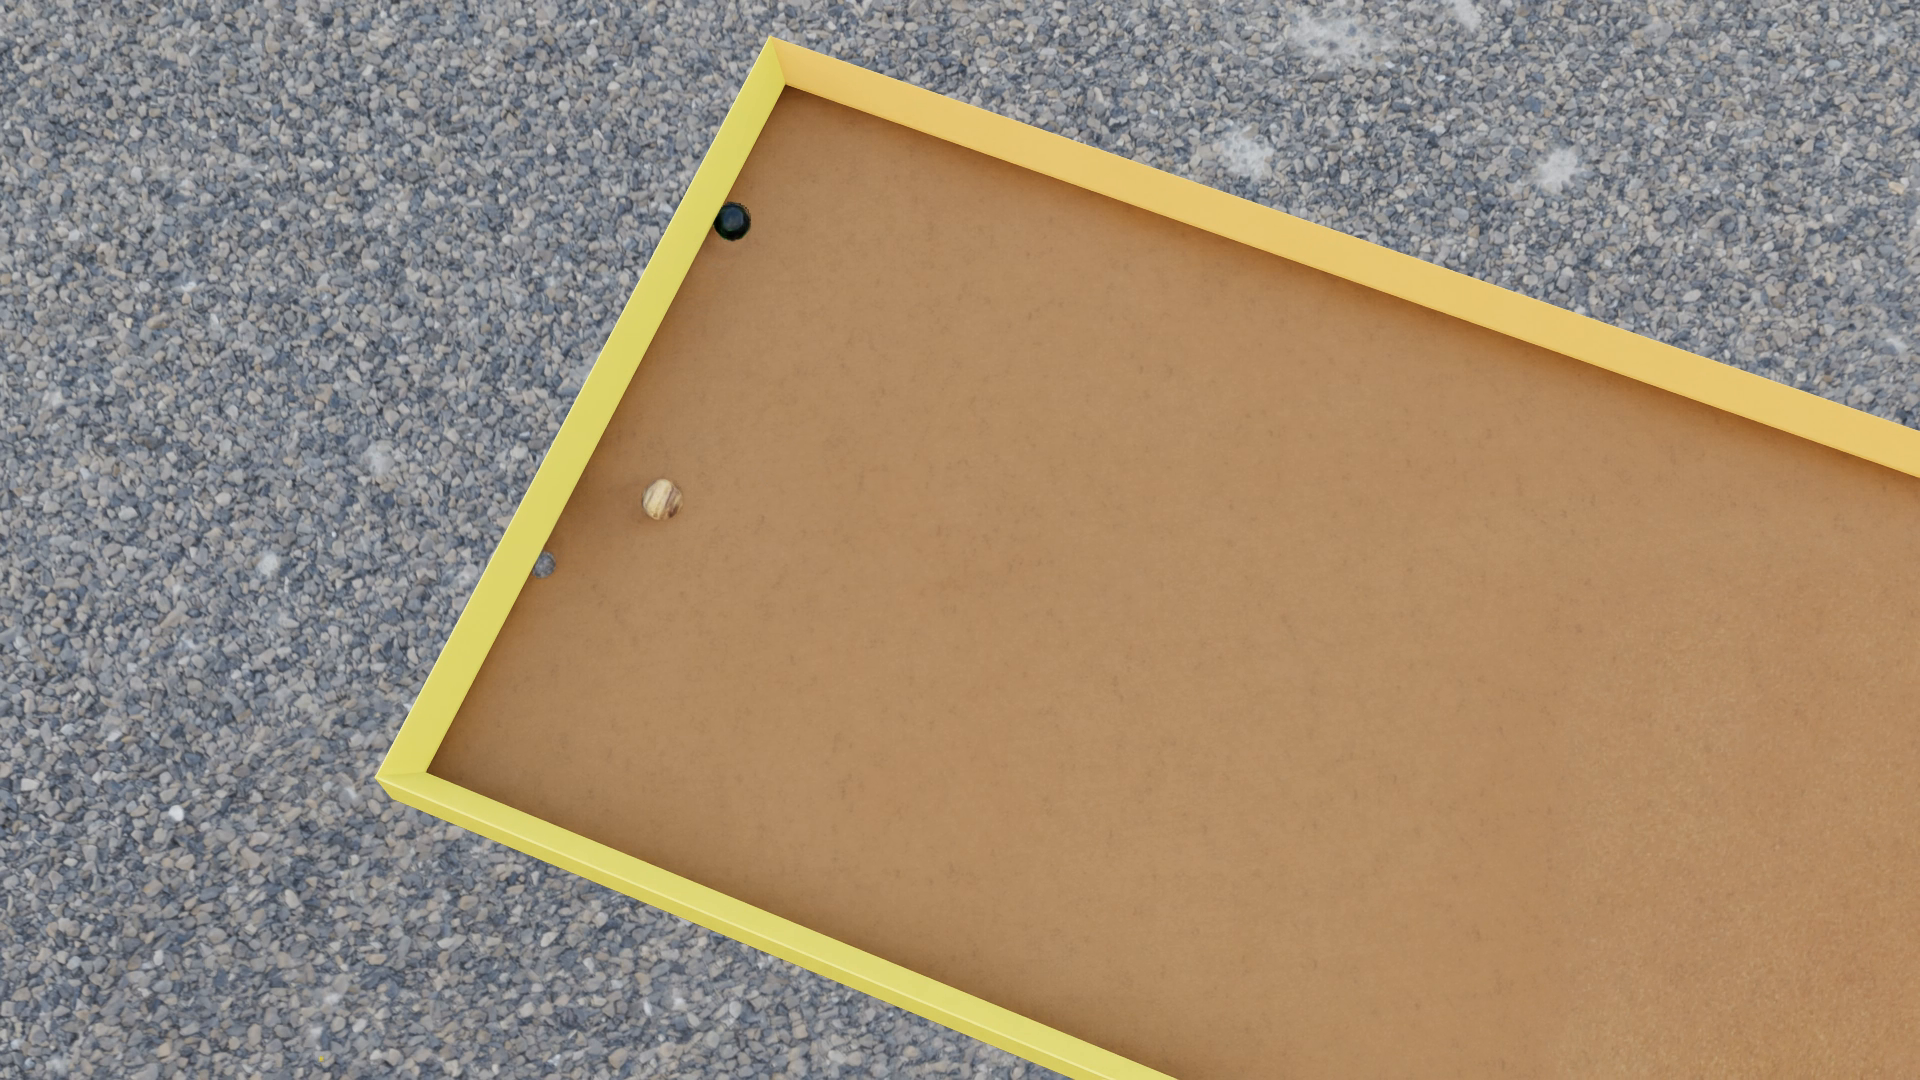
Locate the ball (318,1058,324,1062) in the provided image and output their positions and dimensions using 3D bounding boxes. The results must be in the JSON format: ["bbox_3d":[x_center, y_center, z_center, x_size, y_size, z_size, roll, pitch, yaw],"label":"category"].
[{"bbox_3d":[-11.037,8.979,38.004,0.086,0.086,0.086,0,67,0],"label":"ball"}]

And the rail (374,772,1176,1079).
[{"bbox_3d":[0.338,0.808,3.146,2.597,0.112,0.045,21,69,8],"label":"rail"}]

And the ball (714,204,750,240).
[{"bbox_3d":[-0.389,-0.541,3.748,0.062,0.062,0.062,0,67,0],"label":"ball"}]

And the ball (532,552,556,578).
[{"bbox_3d":[-0.667,0.039,3.513,0.041,0.041,0.041,0,67,0],"label":"ball"}]

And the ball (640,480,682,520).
[{"bbox_3d":[-0.481,-0.065,3.544,0.065,0.065,0.065,0,67,0],"label":"ball"}]

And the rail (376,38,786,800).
[{"bbox_3d":[-0.579,-0.229,3.587,0.045,0.112,1.439,21,69,8],"label":"rail"}]

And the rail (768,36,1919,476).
[{"bbox_3d":[0.864,-0.379,3.650,2.597,0.112,0.045,21,69,8],"label":"rail"}]
